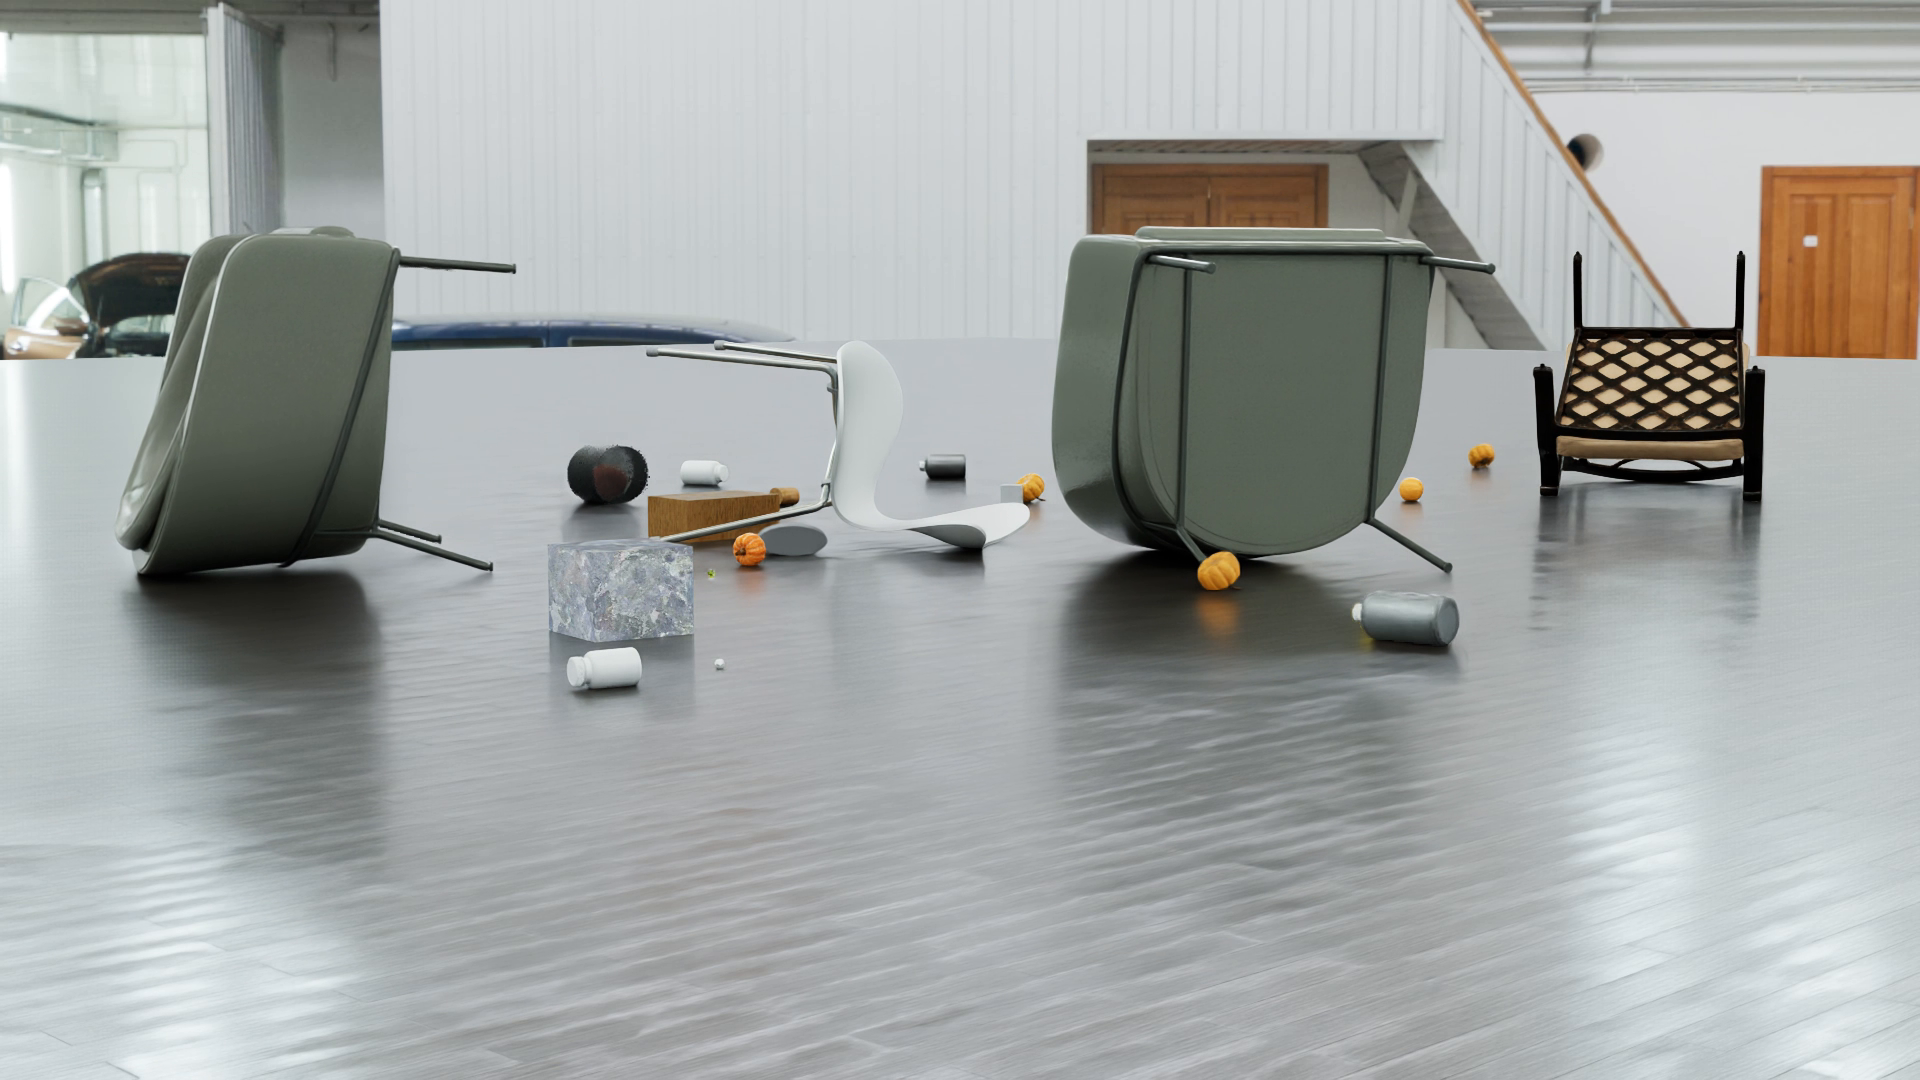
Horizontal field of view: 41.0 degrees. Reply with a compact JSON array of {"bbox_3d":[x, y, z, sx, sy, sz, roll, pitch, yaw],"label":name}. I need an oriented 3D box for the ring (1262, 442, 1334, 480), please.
[{"bbox_3d":[1.108,-0.259,8.432,0.235,0.105,0.405,-1,7,4],"label":"ring"}]

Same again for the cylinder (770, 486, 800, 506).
[{"bbox_3d":[-0.505,-0.126,7.385,0.055,0.051,0.086,-3,6,-30],"label":"cylinder"}]

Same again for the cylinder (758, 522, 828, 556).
[{"bbox_3d":[-0.399,-0.002,6.094,0.164,0.070,0.086,0,6,-6],"label":"cylinder"}]

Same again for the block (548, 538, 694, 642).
[{"bbox_3d":[-0.628,0.090,4.747,0.200,0.162,0.193,-4,7,-34],"label":"block"}]

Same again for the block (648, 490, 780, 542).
[{"bbox_3d":[-0.624,-0.062,6.504,0.284,0.104,0.175,-5,8,-41],"label":"block"}]

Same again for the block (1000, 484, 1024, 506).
[{"bbox_3d":[0.149,-0.129,7.372,0.059,0.059,0.037,1,6,11],"label":"block"}]
